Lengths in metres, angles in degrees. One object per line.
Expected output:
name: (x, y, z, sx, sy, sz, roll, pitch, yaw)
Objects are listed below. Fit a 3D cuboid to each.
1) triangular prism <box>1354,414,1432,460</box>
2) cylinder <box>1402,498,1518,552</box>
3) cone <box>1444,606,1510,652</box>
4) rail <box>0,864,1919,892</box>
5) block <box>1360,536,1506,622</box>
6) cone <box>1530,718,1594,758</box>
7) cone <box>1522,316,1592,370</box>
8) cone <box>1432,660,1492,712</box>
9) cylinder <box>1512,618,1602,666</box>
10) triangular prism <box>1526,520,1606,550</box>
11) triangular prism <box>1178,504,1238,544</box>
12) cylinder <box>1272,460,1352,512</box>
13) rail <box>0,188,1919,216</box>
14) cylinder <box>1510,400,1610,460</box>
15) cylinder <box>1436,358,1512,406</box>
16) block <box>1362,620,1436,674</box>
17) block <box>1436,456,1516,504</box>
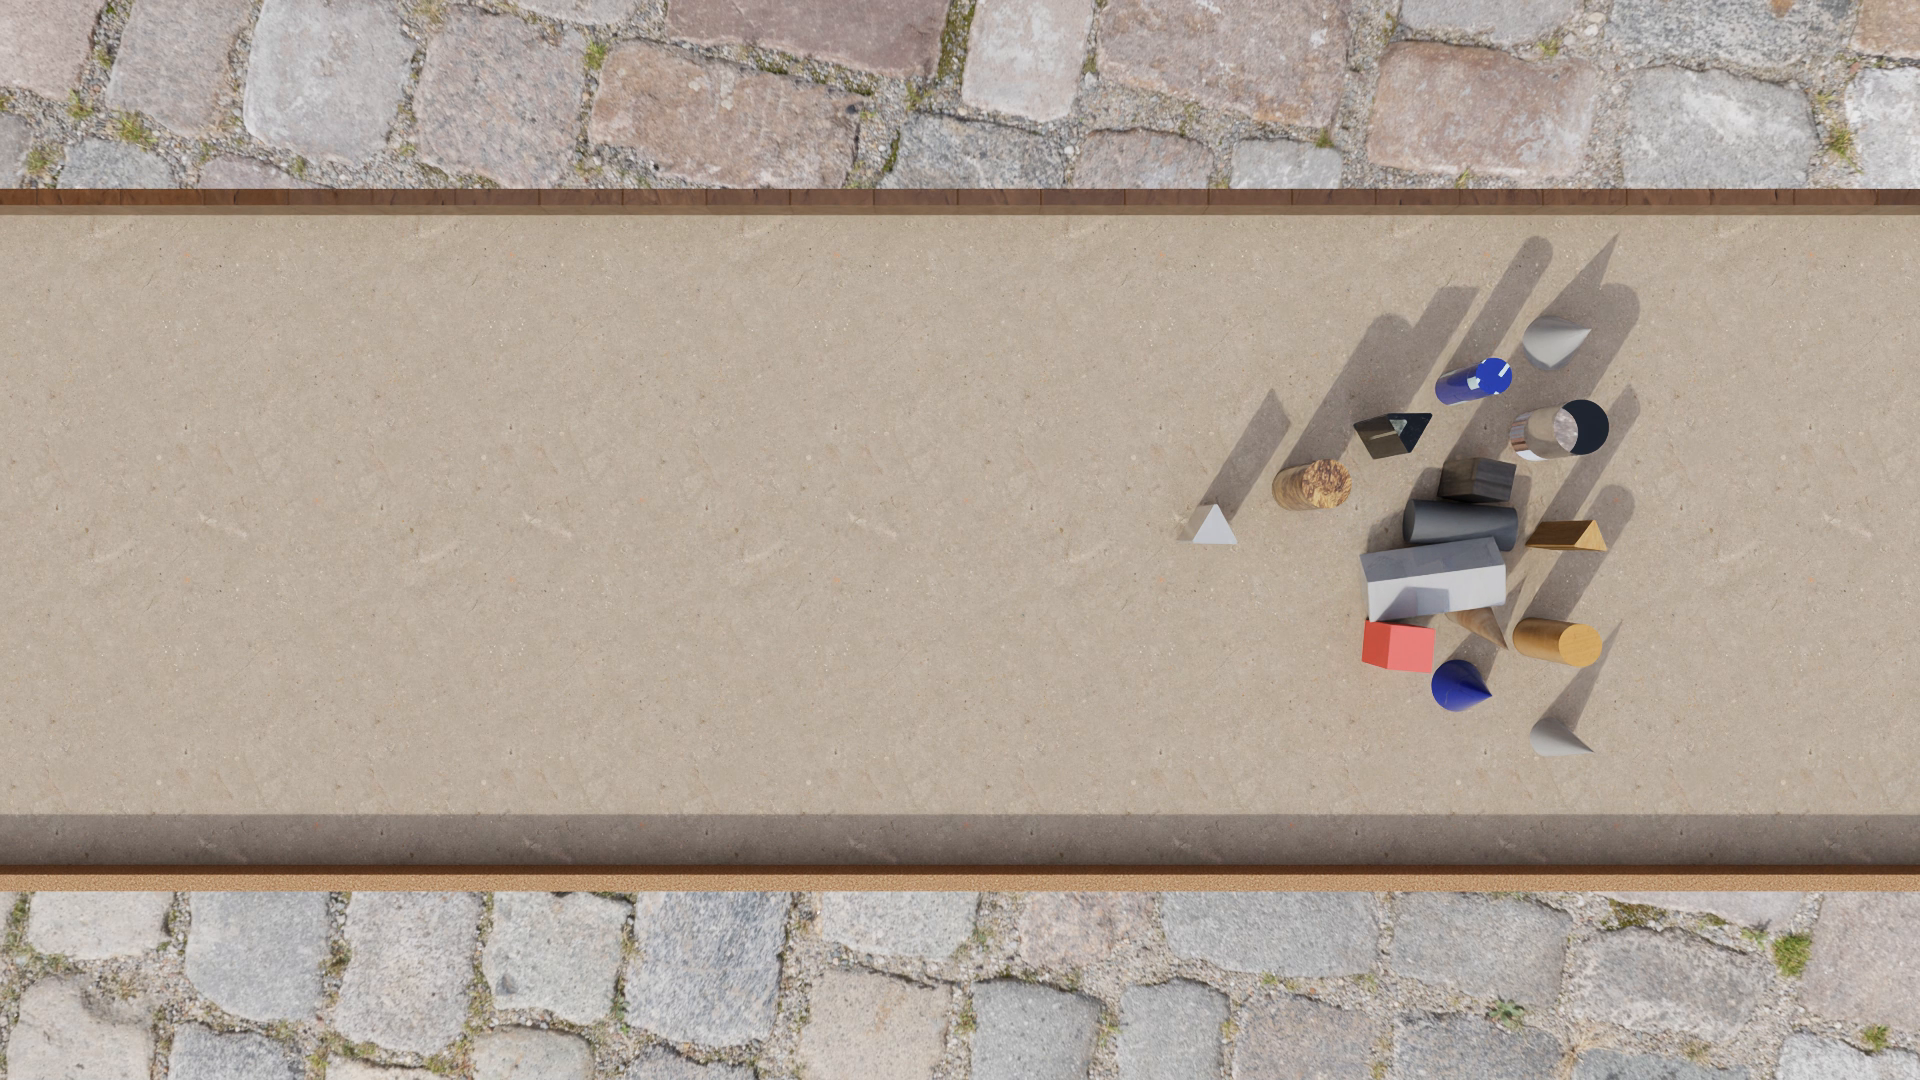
triangular prism: (1.291, -0.329, 4.876, 0.111, 0.402, 0.128, -30, 90, 0)
cylinder: (1.517, -0.045, 5.009, 0.310, 0.135, 0.135, 5, 90, 0)
cone: (1.561, 0.257, 4.890, 0.137, 0.346, 0.137, -2, 111, -5)
rail: (-2.247, 1.025, 5.001, 12.000, 0.150, 0.050, 0, 90, 0)
block: (1.416, 0.118, 4.950, 0.397, 0.147, 0.147, -8, 123, 7)
cone: (1.814, 0.608, 4.893, 0.121, 0.368, 0.121, 0, 90, 0)
cone: (1.815, -0.606, 4.909, 0.168, 0.336, 0.168, 0, 90, 0)
cone: (1.531, 0.448, 4.909, 0.161, 0.334, 0.161, 0, 90, 0)
cylinder: (1.762, 0.299, 4.880, 0.124, 0.392, 0.124, 0, 90, 0)
triangular prism: (1.790, -0.017, 4.872, 0.092, 0.410, 0.080, 7, 90, 0)
triangular prism: (0.732, -0.048, 4.903, 0.127, 0.347, 0.110, 1, 90, 0)
cylinder: (1.029, -0.158, 4.850, 0.139, 0.452, 0.139, 0, 90, 0)
rail: (-2.247, -1.025, 5.002, 12.000, 0.150, 0.050, 0, 90, 0)
cylinder: (1.771, -0.322, 4.889, 0.158, 0.376, 0.158, 0, 90, 0)
cylinder: (1.514, -0.465, 4.876, 0.104, 0.400, 0.104, 0, 90, 0)
block: (1.306, 0.316, 4.924, 0.129, 0.305, 0.129, 5, 90, 0)
block: (1.530, -0.175, 4.899, 0.108, 0.356, 0.108, 12, 90, 0)
